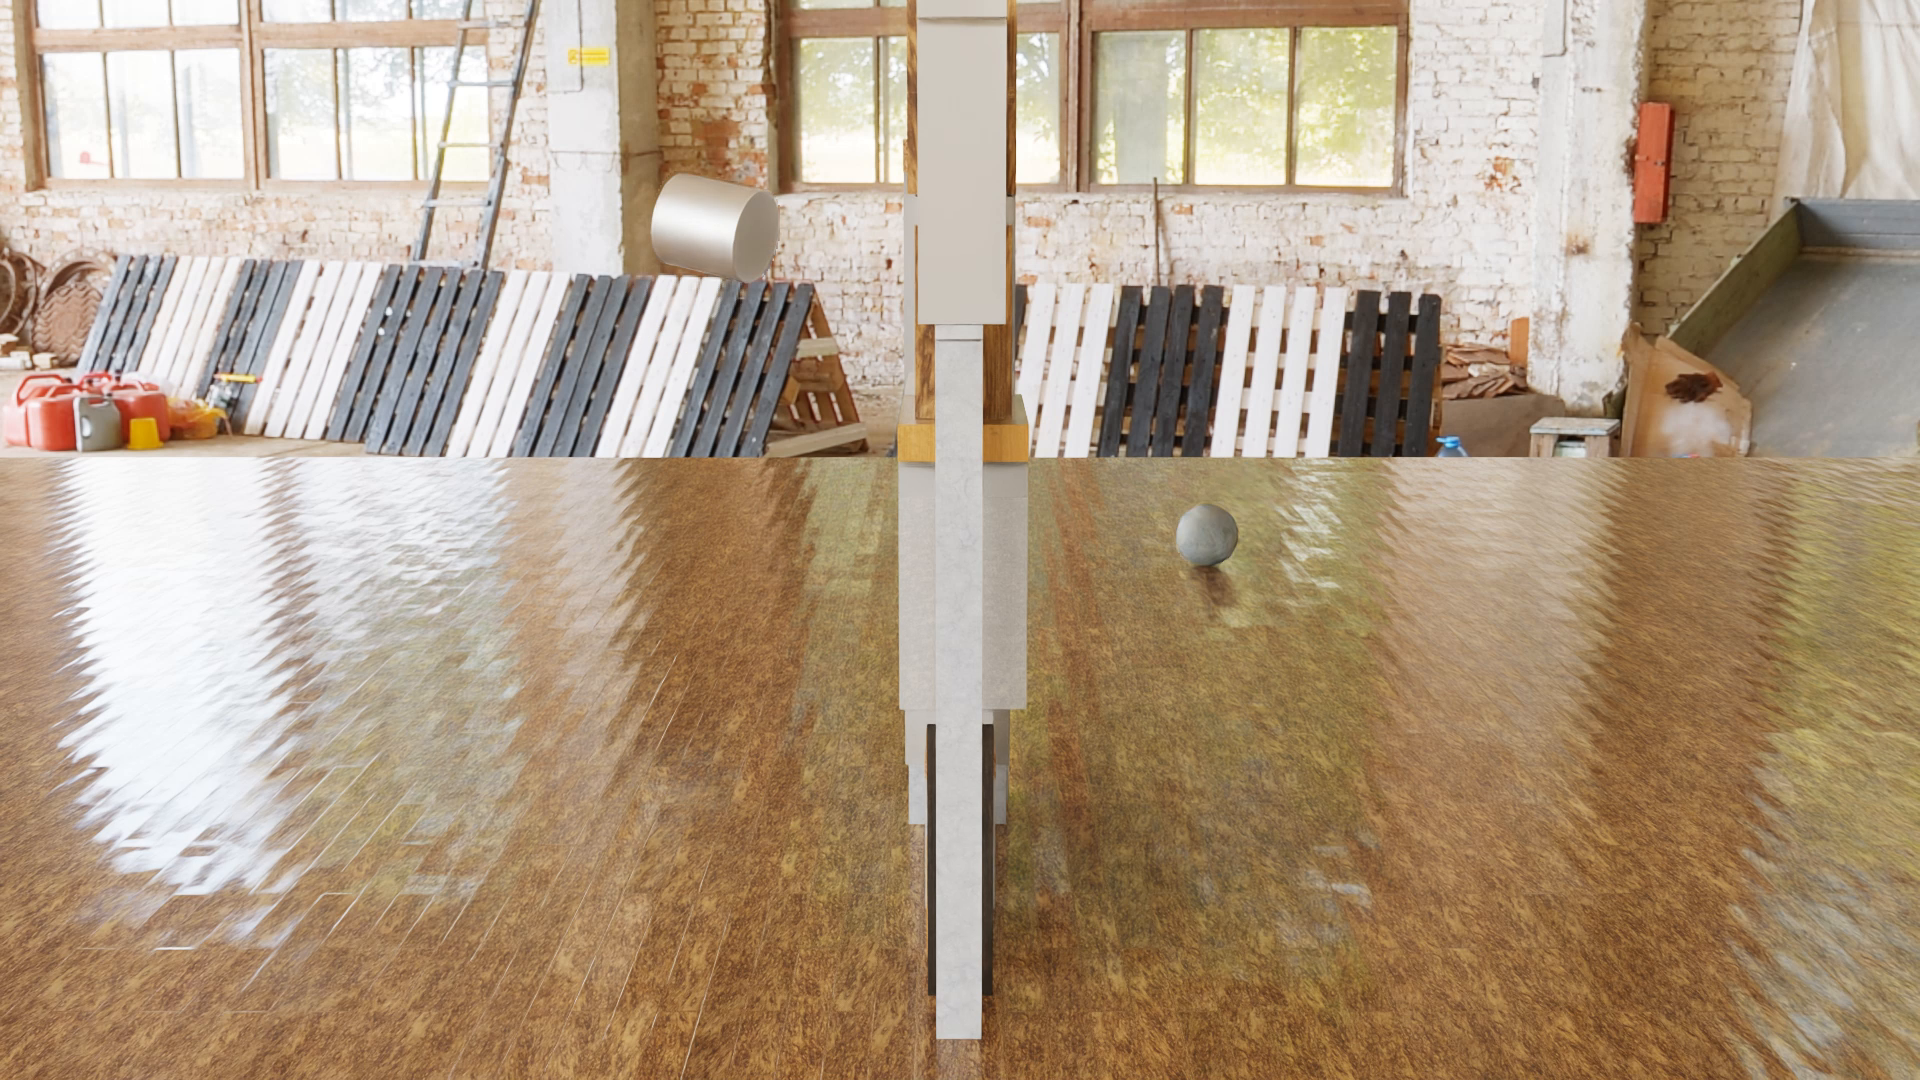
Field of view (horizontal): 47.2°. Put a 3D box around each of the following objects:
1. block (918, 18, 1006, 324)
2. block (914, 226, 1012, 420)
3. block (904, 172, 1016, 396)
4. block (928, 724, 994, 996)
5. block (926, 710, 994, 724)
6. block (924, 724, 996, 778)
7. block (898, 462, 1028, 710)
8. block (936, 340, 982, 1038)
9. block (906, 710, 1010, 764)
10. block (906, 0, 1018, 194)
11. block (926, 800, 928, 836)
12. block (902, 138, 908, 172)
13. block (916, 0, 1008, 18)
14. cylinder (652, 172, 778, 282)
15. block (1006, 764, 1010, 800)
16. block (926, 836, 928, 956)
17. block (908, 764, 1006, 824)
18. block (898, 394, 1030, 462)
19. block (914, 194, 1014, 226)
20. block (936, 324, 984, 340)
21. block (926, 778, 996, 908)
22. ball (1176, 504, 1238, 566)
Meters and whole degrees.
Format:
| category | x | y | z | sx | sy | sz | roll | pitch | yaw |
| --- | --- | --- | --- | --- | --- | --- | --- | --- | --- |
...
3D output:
| category | x | y | z | sx | sy | sz | roll | pitch | yaw |
| --- | --- | --- | --- | --- | --- | --- | --- | --- | --- |
| block | 0.002 | -0.482 | 2.885 | 0.116 | 0.395 | 0.033 | 0 | 11 | 0 |
| block | 0.005 | -0.304 | 3.061 | 0.135 | 0.269 | 0.038 | 0 | 11 | 0 |
| block | -0.001 | -0.389 | 3.336 | 0.168 | 0.336 | 0.048 | 0 | 10 | 0 |
| block | 0.000 | 0.463 | 3.211 | 0.095 | 0.418 | 0.027 | 0 | 11 | 0 |
| block | 0.000 | 0.232 | 3.233 | 0.095 | 0.027 | 0.191 | 0 | 11 | 0 |
| block | 0.000 | 0.347 | 3.644 | 0.114 | 0.032 | 0.228 | 0 | 11 | 0 |
| block | 0.004 | 0.058 | 3.109 | 0.180 | 0.360 | 0.051 | 0 | 11 | 0 |
| block | -0.001 | 0.215 | 3.000 | 0.063 | 0.982 | 0.018 | 0 | 11 | 0 |
| block | -0.004 | 0.205 | 3.762 | 0.179 | 0.357 | 0.051 | 0 | 11 | 0 |
| block | 0.003 | -0.683 | 3.101 | 0.154 | 0.384 | 0.044 | 0 | 11 | 0 |
| block | -0.002 | 0.417 | 3.435 | 0.099 | 0.028 | 0.199 | 0 | 11 | 0 |
| block | 0.000 | -0.598 | 3.411 | 0.168 | 0.048 | 0.336 | 0 | 10 | 0 |
| block | 0.002 | -0.706 | 2.922 | 0.116 | 0.033 | 0.231 | 0 | 10 | 0 |
| cylinder | -0.668 | -0.854 | 6.012 | 0.254 | 0.254 | 0.254 | 15 | 15 | 20 |
| block | 0.005 | -0.128 | 4.097 | 0.176 | 1.256 | 0.050 | 0 | 11 | 0 |
| block | -0.002 | 0.541 | 3.390 | 0.099 | 0.199 | 0.028 | 0 | 11 | 0 |
| block | -0.004 | 0.251 | 4.013 | 0.179 | 0.540 | 0.051 | 0 | 11 | 0 |
| block | 0.004 | -0.165 | 3.189 | 0.180 | 0.051 | 0.360 | 0 | 11 | 0 |
| block | 0.005 | -0.472 | 3.121 | 0.135 | 0.038 | 0.269 | 0 | 11 | 0 |
| block | -0.001 | -0.284 | 2.950 | 0.063 | 0.018 | 0.126 | 0 | 11 | 0 |
| block | 0.000 | 0.488 | 3.593 | 0.114 | 0.228 | 0.032 | 0 | 11 | 0 |
| ball | 0.723 | -0.015 | 6.429 | 0.181 | 0.181 | 0.181 | 0 | 11 | 0 |
